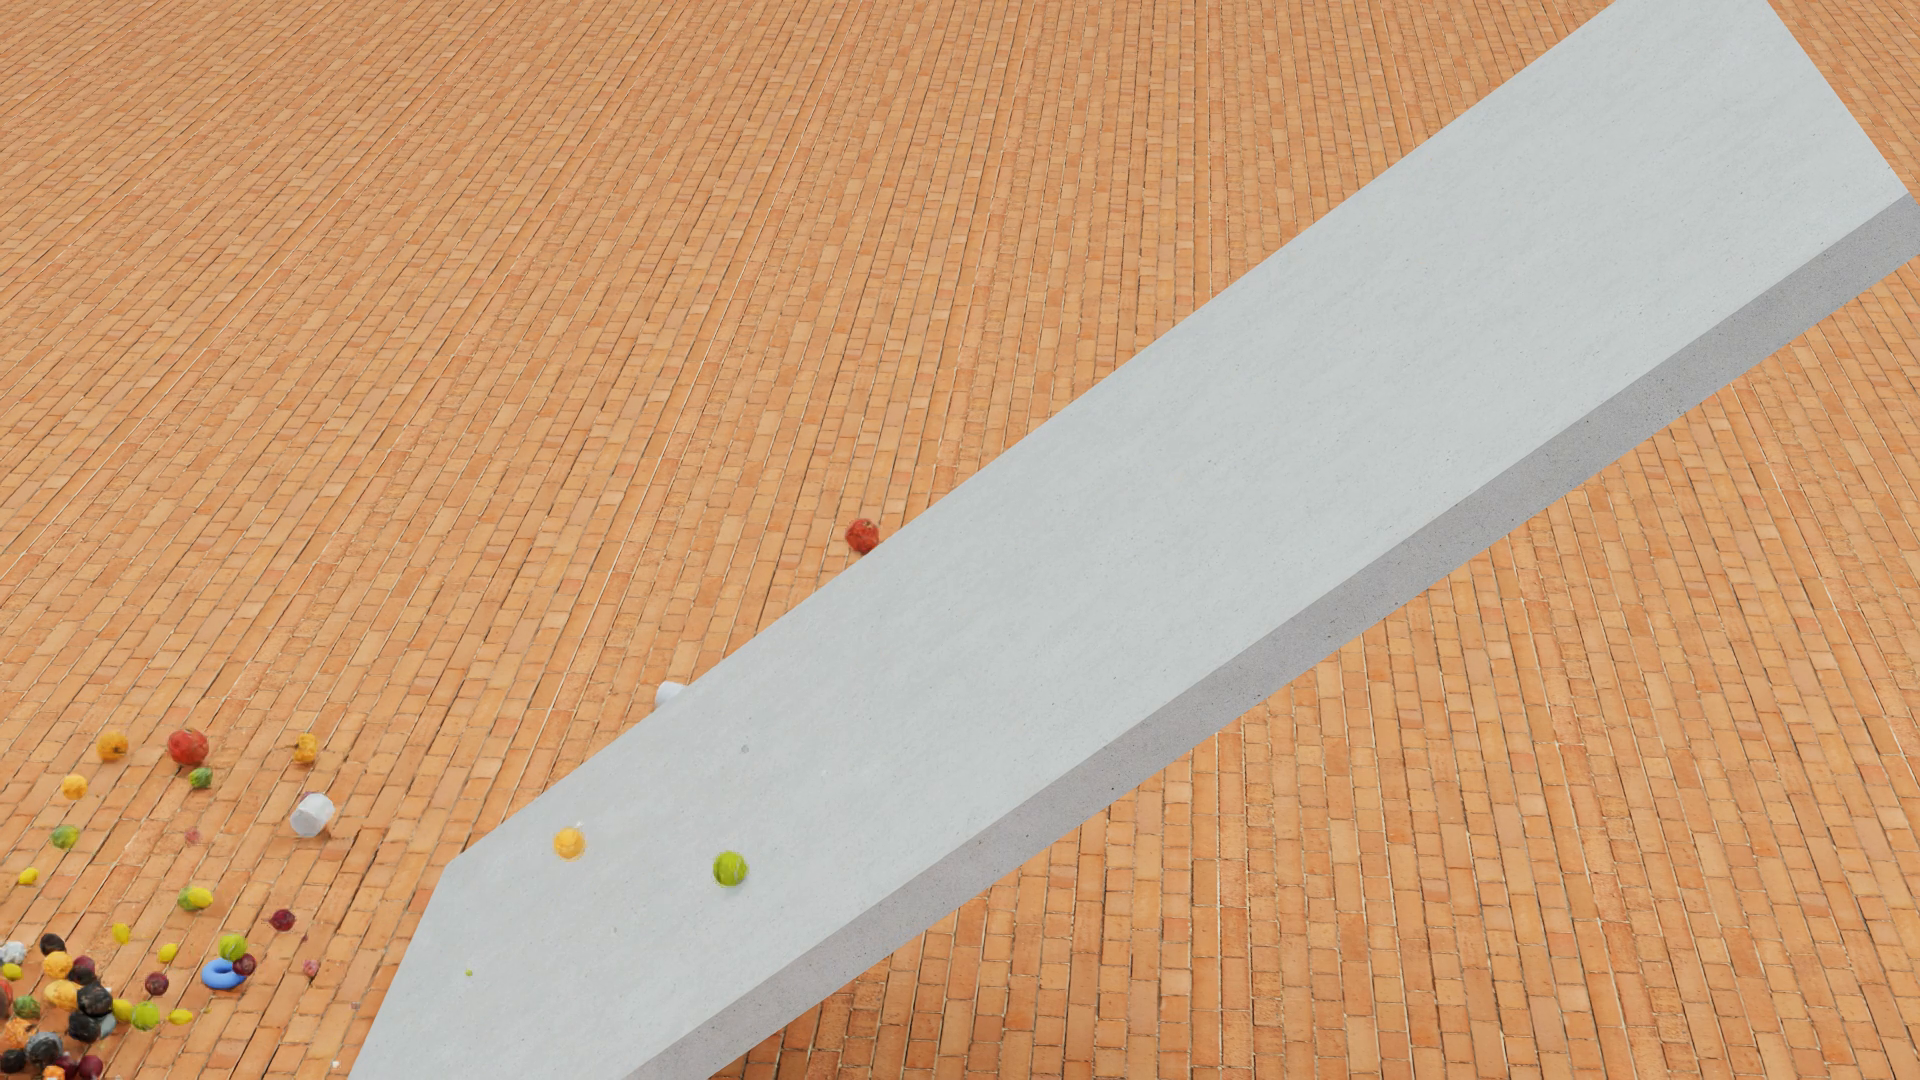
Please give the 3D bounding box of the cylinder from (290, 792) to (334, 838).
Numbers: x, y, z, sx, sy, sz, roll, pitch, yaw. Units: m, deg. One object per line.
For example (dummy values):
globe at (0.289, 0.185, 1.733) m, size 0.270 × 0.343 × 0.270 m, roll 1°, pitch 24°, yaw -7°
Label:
cylinder at (-1.793, 0.761, 8.140) m, size 0.090 × 0.090 × 0.090 m, roll 6°, pitch 27°, yaw 13°

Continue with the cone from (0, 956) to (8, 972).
cone at (-2.484, 1.054, 7.517) m, size 0.089 × 0.089 × 0.089 m, roll -1°, pitch 20°, yaw 0°

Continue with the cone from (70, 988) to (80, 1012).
cone at (-2.187, 1.159, 7.361) m, size 0.063 × 0.063 × 0.063 m, roll 21°, pitch 18°, yaw -19°

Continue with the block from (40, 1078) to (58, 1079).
block at (-2.165, 1.326, 6.915) m, size 0.084 × 0.084 × 0.084 m, roll -3°, pitch 24°, yaw -8°

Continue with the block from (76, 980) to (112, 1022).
block at (-2.133, 1.136, 7.247) m, size 0.060 × 0.060 × 0.060 m, roll -25°, pitch 38°, yaw -4°

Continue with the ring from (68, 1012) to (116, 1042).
ring at (-2.143, 1.198, 7.262) m, size 0.116 × 0.039 × 0.116 m, roll -1°, pitch 25°, yaw 0°

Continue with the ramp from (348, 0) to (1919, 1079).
ramp at (0.119, 0.186, 6.344) m, size 4.000 × 0.100 × 2.000 m, roll -36°, pitch 16°, yaw 18°

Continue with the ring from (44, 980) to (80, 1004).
ring at (-2.260, 1.138, 7.407) m, size 0.092 × 0.031 × 0.092 m, roll 1°, pitch 24°, yaw 0°

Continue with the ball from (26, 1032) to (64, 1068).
ball at (-2.216, 1.233, 7.120) m, size 0.088 × 0.088 × 0.088 m, roll 0°, pitch 24°, yaw 0°

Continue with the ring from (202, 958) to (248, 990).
ring at (-1.869, 1.101, 7.480) m, size 0.116 × 0.039 × 0.116 m, roll 0°, pitch 25°, yaw 0°

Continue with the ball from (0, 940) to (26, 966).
ball at (-2.423, 1.057, 7.530) m, size 0.062 × 0.062 × 0.062 m, roll 0°, pitch 24°, yaw 0°
